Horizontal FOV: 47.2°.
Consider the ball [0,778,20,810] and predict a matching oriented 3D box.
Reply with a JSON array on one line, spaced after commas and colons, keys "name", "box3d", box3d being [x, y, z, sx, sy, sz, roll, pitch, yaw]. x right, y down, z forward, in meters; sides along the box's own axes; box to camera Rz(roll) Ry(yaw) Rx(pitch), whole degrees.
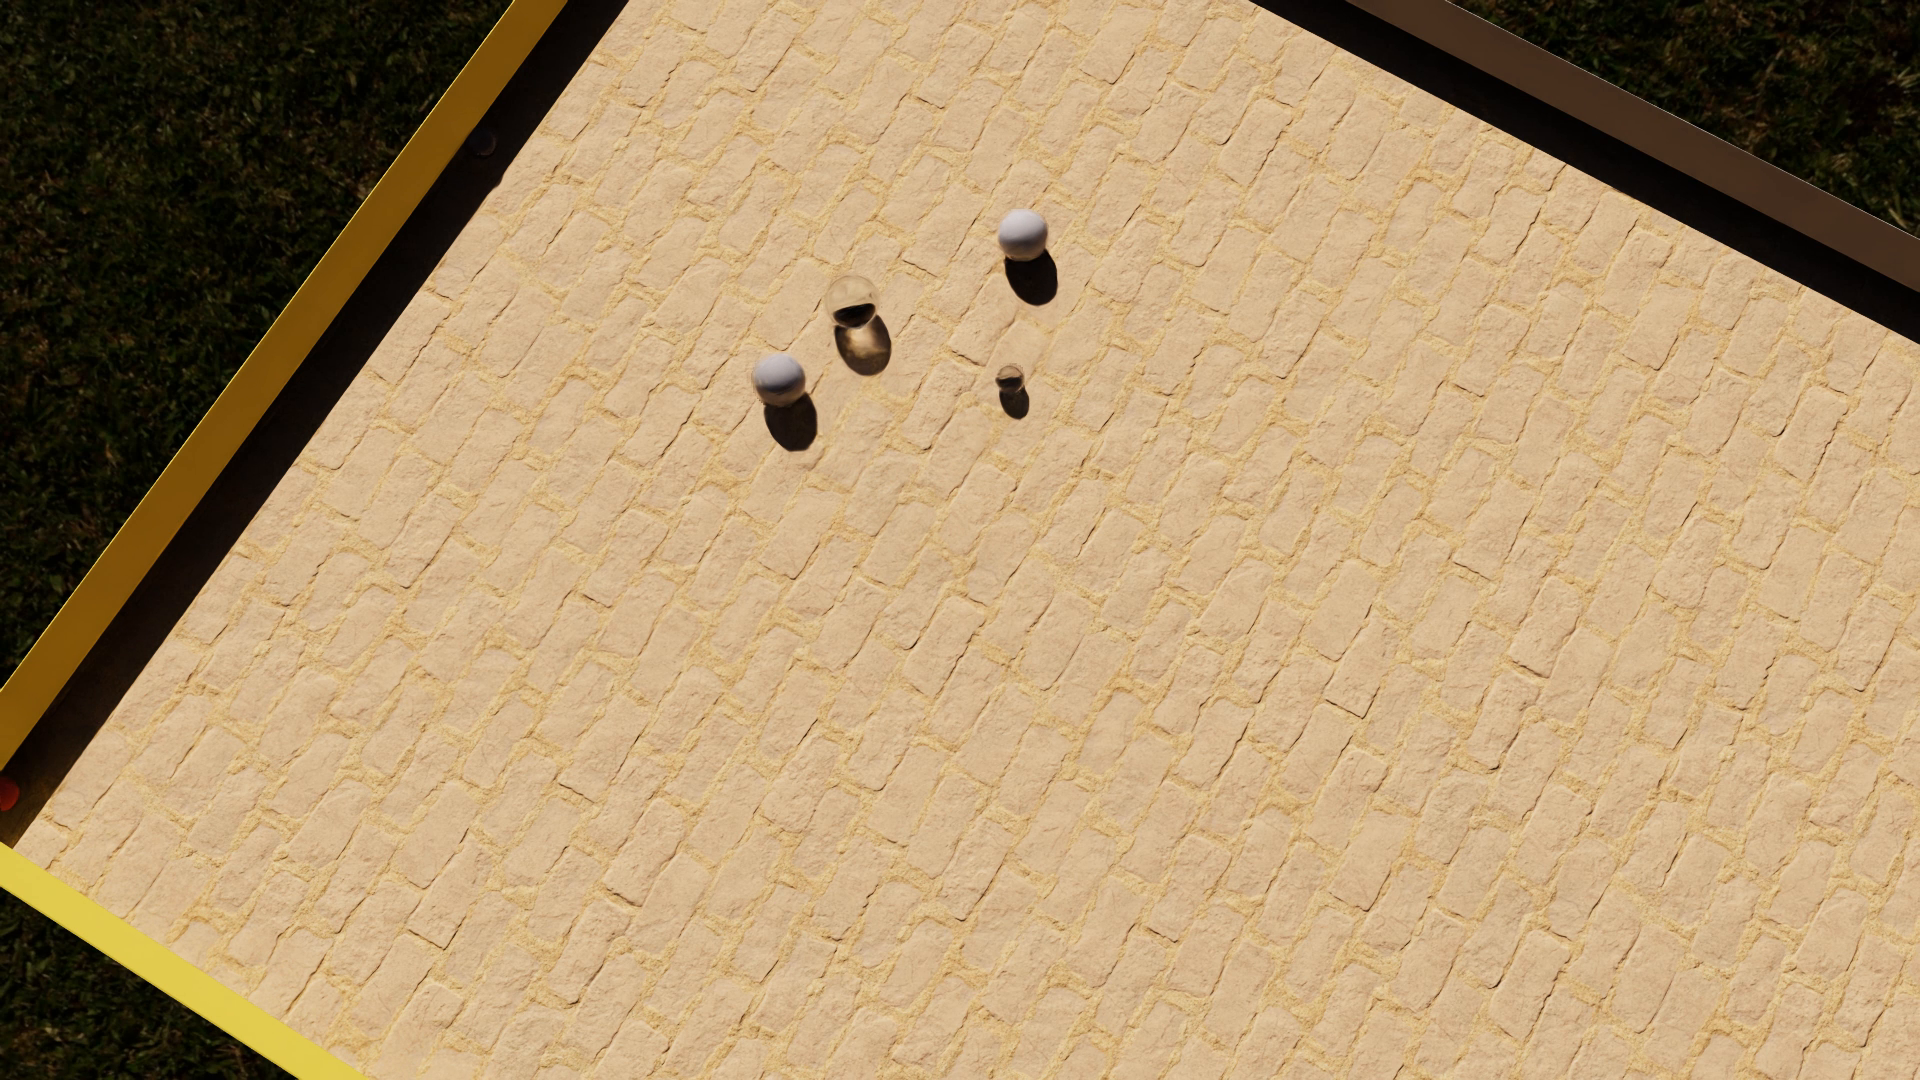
[{"name": "ball", "box3d": [-1.430, 0.378, 3.281, 0.049, 0.049, 0.049, 0, 73, 0]}]

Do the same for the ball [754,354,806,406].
[{"name": "ball", "box3d": [-0.283, -0.251, 3.460, 0.083, 0.083, 0.083, 0, 73, 0]}]

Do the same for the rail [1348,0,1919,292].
[{"name": "rail", "box3d": [1.514, -0.422, 3.493, 4.317, 0.120, 0.045, 30, 75, 9]}]

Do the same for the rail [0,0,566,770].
[{"name": "rail", "box3d": [-0.907, -0.524, 3.524, 0.045, 0.120, 2.342, 30, 75, 9]}]

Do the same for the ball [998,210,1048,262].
[{"name": "ball", "box3d": [0.101, -0.488, 3.534, 0.082, 0.082, 0.082, 0, 73, 0]}]

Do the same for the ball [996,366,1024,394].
[{"name": "ball", "box3d": [0.079, -0.253, 3.480, 0.046, 0.046, 0.046, 0, 73, 0]}]

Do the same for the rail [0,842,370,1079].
[{"name": "rail", "box3d": [0.341, 1.460, 2.905, 4.317, 0.120, 0.045, 30, 75, 9]}]

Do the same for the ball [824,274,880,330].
[{"name": "ball", "box3d": [-0.171, -0.378, 3.497, 0.087, 0.087, 0.087, 0, 73, 0]}]

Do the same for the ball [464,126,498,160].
[{"name": "ball", "box3d": [-0.784, -0.650, 3.600, 0.053, 0.053, 0.053, 0, 73, 0]}]
